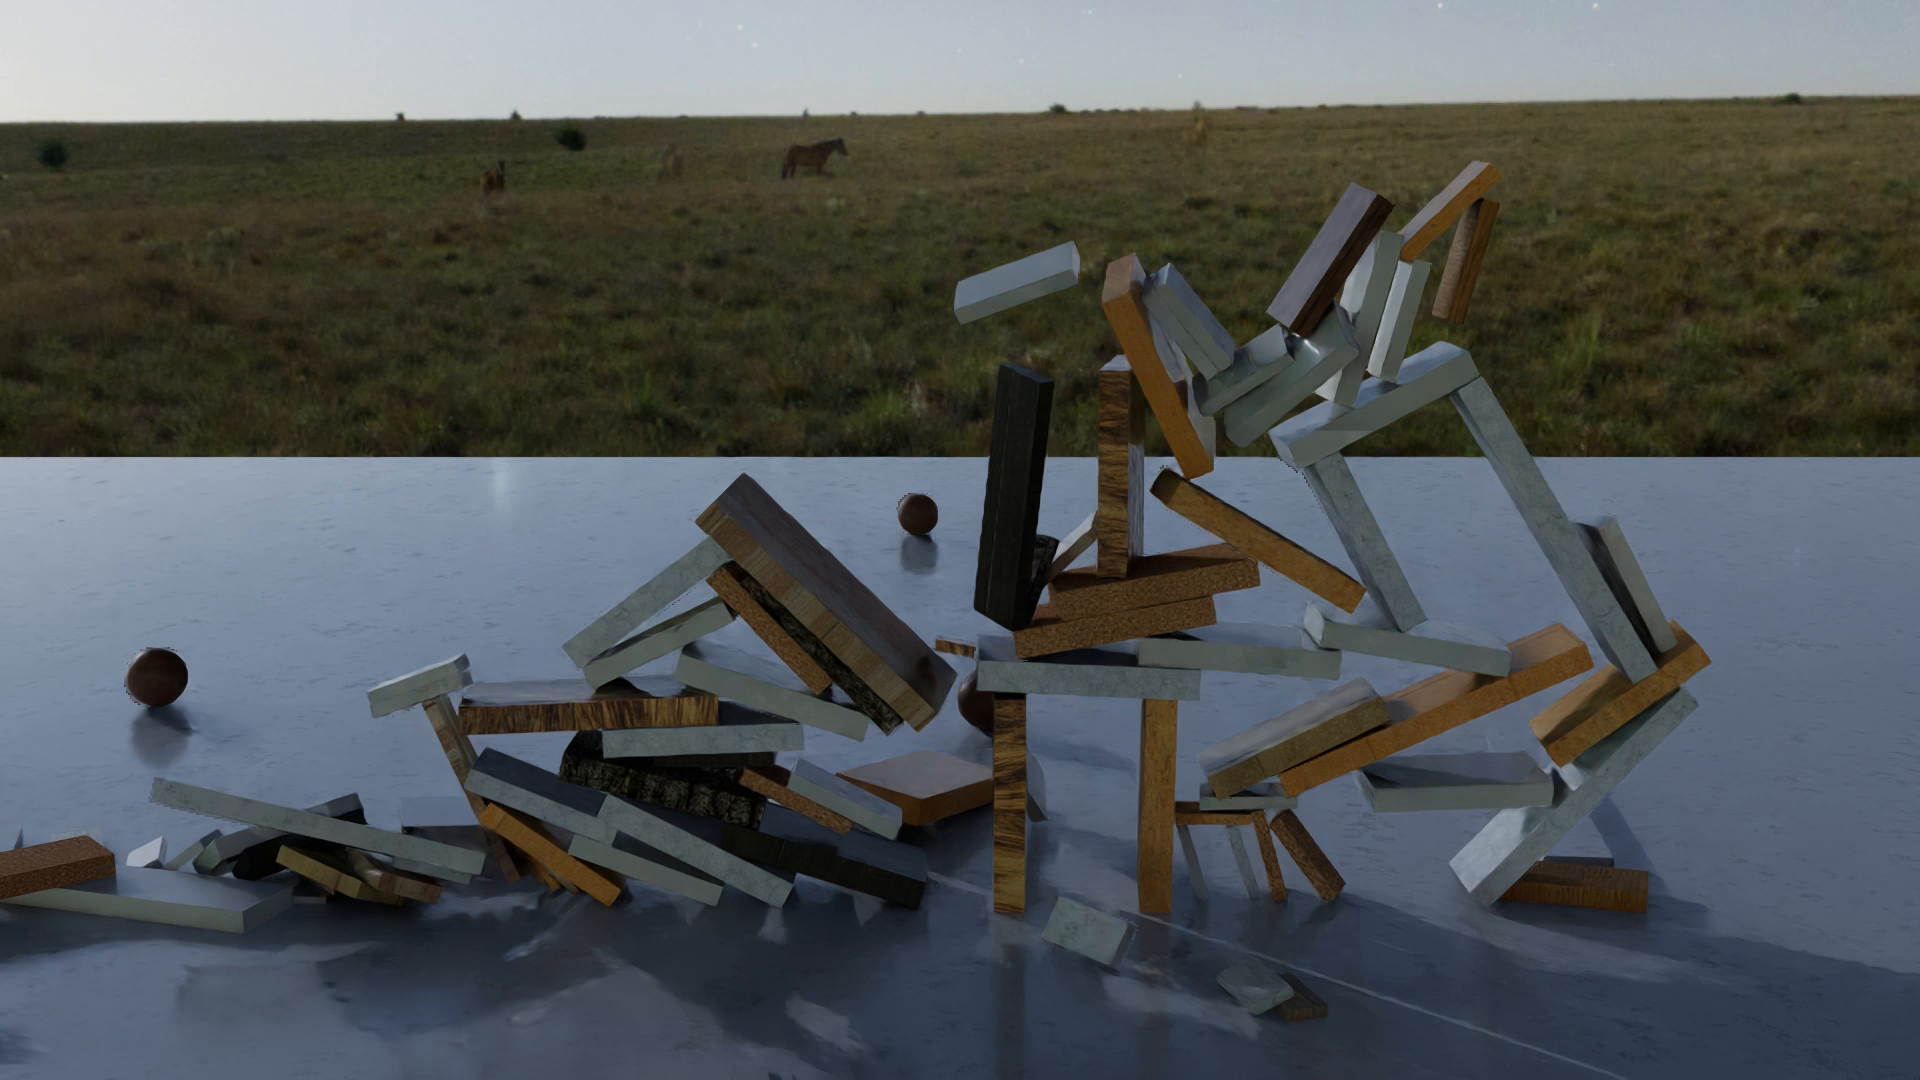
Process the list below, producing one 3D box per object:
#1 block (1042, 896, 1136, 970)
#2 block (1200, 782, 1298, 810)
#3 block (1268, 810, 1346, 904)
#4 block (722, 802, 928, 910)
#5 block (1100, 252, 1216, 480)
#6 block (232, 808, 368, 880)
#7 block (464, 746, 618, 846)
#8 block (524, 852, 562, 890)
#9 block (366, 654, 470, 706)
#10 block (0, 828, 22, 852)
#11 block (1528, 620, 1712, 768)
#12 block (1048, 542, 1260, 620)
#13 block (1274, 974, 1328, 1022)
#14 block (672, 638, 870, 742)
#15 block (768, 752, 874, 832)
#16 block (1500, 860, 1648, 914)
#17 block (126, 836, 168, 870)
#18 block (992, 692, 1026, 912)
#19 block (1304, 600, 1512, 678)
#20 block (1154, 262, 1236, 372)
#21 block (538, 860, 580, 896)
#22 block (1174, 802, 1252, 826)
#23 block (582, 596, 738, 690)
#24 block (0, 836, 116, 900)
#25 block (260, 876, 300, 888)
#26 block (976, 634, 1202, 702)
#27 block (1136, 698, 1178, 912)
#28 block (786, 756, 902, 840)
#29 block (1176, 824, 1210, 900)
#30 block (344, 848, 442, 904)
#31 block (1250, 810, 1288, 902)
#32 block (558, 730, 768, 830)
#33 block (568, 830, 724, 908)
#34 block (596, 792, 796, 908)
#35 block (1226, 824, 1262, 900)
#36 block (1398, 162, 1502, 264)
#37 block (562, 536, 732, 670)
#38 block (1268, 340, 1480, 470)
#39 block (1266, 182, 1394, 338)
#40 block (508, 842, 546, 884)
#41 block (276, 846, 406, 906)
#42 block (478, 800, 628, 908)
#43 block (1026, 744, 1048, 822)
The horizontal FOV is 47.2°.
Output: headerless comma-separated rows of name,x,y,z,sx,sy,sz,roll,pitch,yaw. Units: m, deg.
block,0.197,0.603,3.383,0.143,0.072,0.020,14,-15,43
block,0.476,0.423,3.638,0.159,0.023,0.080,-2,10,7
block,0.577,0.522,3.652,0.023,0.159,0.080,-38,-5,20
block,-0.222,0.516,3.661,0.335,0.047,0.167,18,10,-3
block,0.321,-0.278,3.518,0.047,0.333,0.167,-20,24,18
block,-1.120,0.521,3.732,0.208,0.029,0.104,-18,-18,-37
block,-0.681,0.423,3.633,0.257,0.036,0.129,22,9,-5
block,-0.698,0.542,3.691,0.013,0.090,0.045,-32,11,11
block,-0.880,0.226,3.575,0.153,0.022,0.077,-20,6,4
block,-1.698,0.543,3.862,0.078,0.022,0.157,-3,11,-16
block,1.078,0.251,3.606,0.293,0.042,0.147,-37,8,10
block,0.310,0.065,3.568,0.322,0.046,0.161,-10,11,-3
block,0.480,0.667,3.208,0.063,0.018,0.127,-3,11,-16
block,-0.307,0.244,3.642,0.324,0.046,0.162,18,8,-4
block,-0.272,0.479,4.131,0.178,0.050,0.355,-3,11,-16
block,1.022,0.574,3.663,0.236,0.033,0.118,3,11,18
block,-1.397,0.549,3.774,0.063,0.018,0.125,-27,17,-10
block,0.081,0.415,3.636,0.050,0.356,0.178,0,11,0
block,0.730,0.161,3.600,0.309,0.044,0.154,10,10,-3
block,0.371,-0.352,3.471,0.024,0.171,0.086,-34,18,25
block,-0.667,0.552,3.677,0.090,0.013,0.045,44,13,-2
block,0.415,0.453,3.645,0.130,0.018,0.065,1,11,3
block,-0.491,0.163,3.648,0.261,0.037,0.130,-26,7,5
block,-1.542,0.544,3.613,0.260,0.037,0.130,-9,14,-40
block,-1.150,0.577,3.652,0.092,0.013,0.046,-10,9,12
block,0.206,0.208,3.597,0.356,0.050,0.178,3,11,0
block,0.325,0.415,3.634,0.050,0.356,0.178,1,11,2
block,-0.190,0.428,3.641,0.196,0.028,0.098,27,9,-5
block,0.385,0.527,3.657,0.018,0.130,0.065,-17,10,3
block,-0.929,0.549,3.603,0.104,0.029,0.208,21,-6,-29
block,0.511,0.512,3.654,0.023,0.159,0.080,-15,9,6
block,-0.482,0.392,3.638,0.335,0.047,0.167,14,10,-2
block,-0.514,0.528,3.655,0.257,0.036,0.129,21,10,-4
block,-0.431,0.492,3.656,0.335,0.047,0.167,27,9,-6
block,0.469,0.527,3.657,0.018,0.130,0.065,-18,10,3
block,0.758,-0.517,3.463,0.194,0.028,0.097,-44,10,6
block,-0.495,0.080,3.668,0.344,0.049,0.172,-36,5,10
block,0.658,-0.217,3.517,0.318,0.045,0.159,-28,11,2
block,0.582,-0.442,3.466,0.035,0.245,0.122,30,10,-17
block,-0.722,0.529,3.692,0.013,0.090,0.045,-30,18,10
block,-1.020,0.553,3.628,0.208,0.029,0.104,14,-6,35
block,-0.669,0.502,3.649,0.257,0.036,0.129,35,8,-7
block,0.116,0.426,3.987,0.028,0.099,0.198,-11,-33,13
